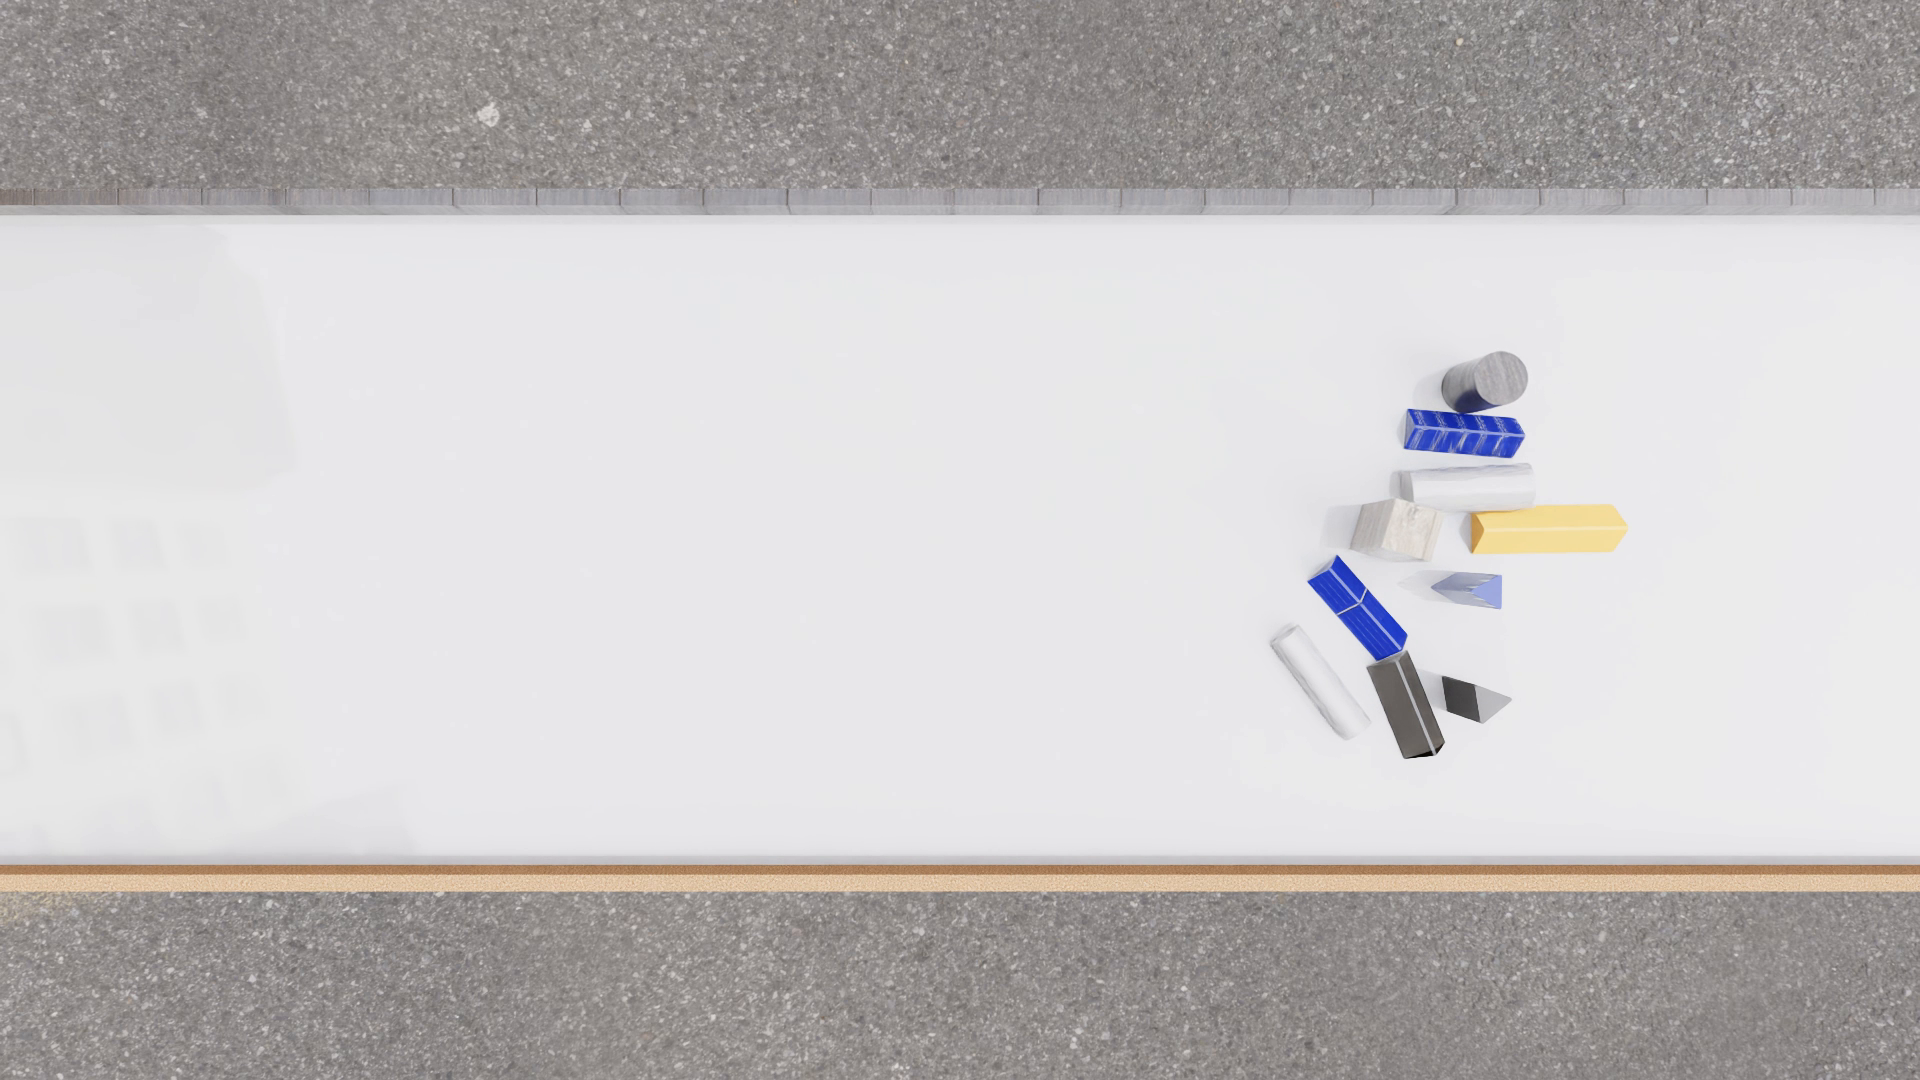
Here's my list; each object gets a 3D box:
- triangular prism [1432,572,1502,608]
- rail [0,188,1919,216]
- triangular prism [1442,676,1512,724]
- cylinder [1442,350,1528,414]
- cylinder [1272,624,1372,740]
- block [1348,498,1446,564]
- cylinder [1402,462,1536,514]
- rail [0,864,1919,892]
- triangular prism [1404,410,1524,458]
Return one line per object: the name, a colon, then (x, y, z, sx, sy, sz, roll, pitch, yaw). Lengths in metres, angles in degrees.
triangular prism: (1.513, 0.135, 4.876, 0.098, 0.401, 0.085, 31, 90, 0)
rail: (-2.247, -1.025, 5.002, 12.000, 0.150, 0.050, 0, 90, 0)
triangular prism: (1.515, 0.456, 4.913, 0.113, 0.328, 0.098, -39, 90, 0)
cylinder: (1.559, -0.467, 4.914, 0.156, 0.325, 0.156, 0, 90, 0)
cylinder: (1.103, 0.434, 5.026, 0.102, 0.102, 0.365, -37, 90, 0)
block: (1.284, -0.024, 4.868, 0.145, 0.412, 0.145, 17, 89, 1)
cylinder: (1.541, -0.154, 5.006, 0.367, 0.141, 0.141, -3, 90, 0)
rail: (-2.247, 1.025, 5.001, 12.000, 0.150, 0.050, 0, 90, 0)
triangular prism: (1.537, -0.327, 5.020, 0.334, 0.107, 0.123, 5, 90, 0)
